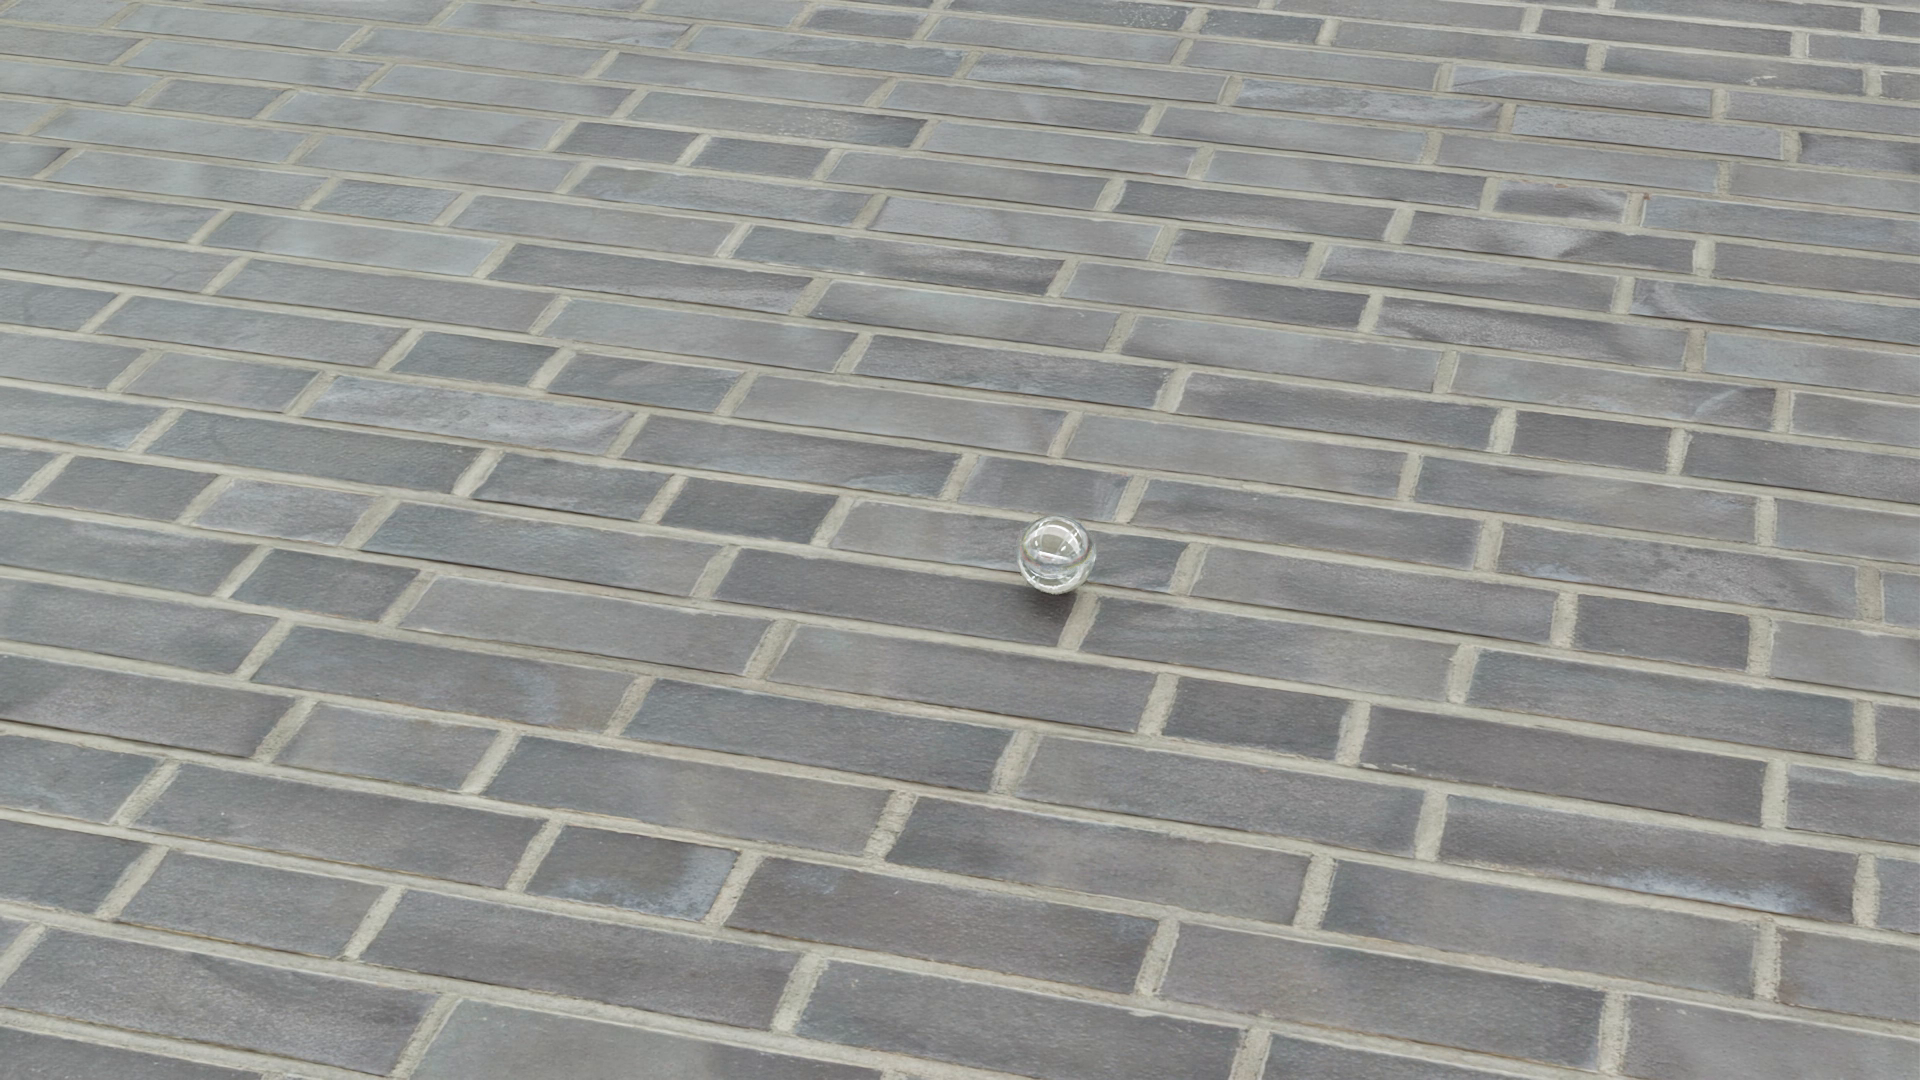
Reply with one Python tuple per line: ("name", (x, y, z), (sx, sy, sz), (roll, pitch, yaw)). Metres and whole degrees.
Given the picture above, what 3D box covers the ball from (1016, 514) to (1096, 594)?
("ball", (0.052, 0.008, 1.583), (0.043, 0.043, 0.043), (0, 31, 0))
